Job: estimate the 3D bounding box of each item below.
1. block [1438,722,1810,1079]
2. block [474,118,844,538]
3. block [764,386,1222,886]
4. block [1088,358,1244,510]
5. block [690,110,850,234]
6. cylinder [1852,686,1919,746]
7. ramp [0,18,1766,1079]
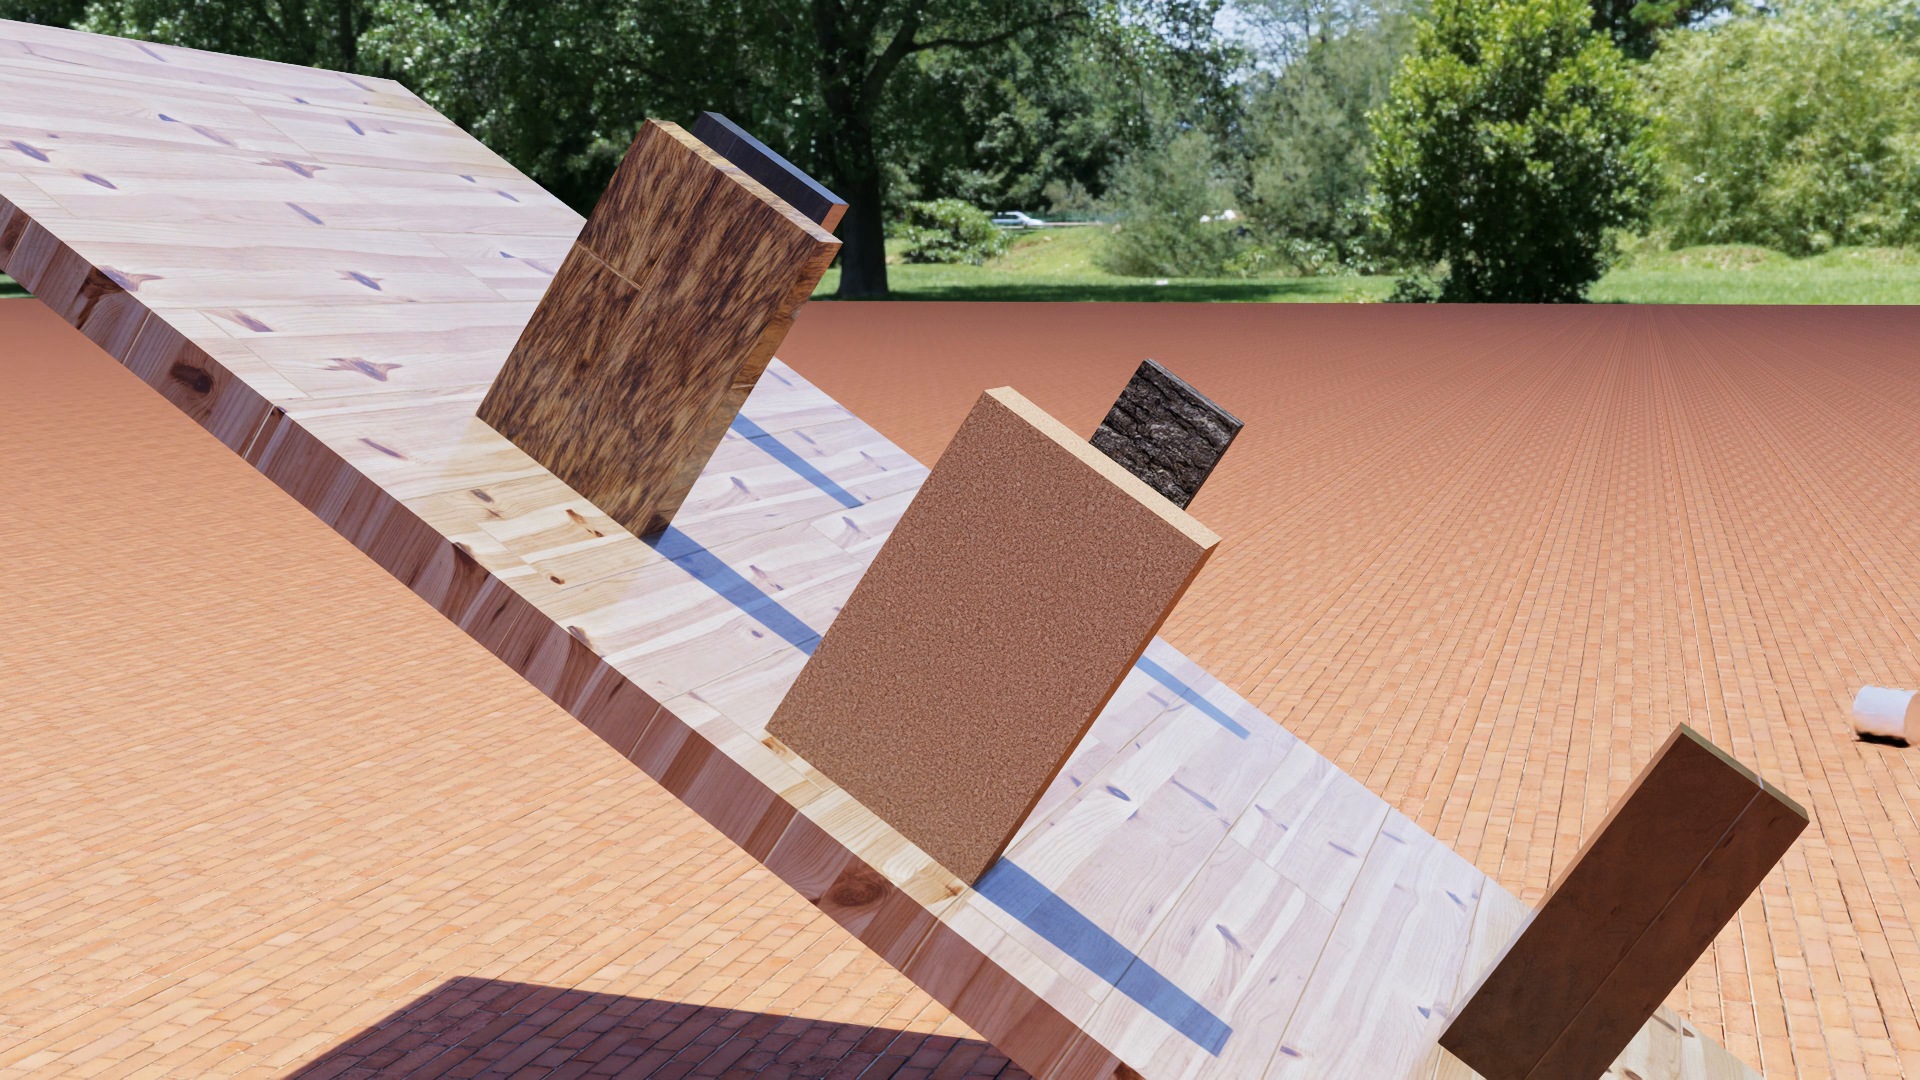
[{"bbox_3d":[1.103,0.650,3.685,0.242,0.676,0.092,36,15,10],"label":"block"},{"bbox_3d":[-0.505,-0.349,3.656,0.360,0.586,0.106,36,15,10],"label":"block"},{"bbox_3d":[0.043,0.140,3.219,0.386,0.612,0.129,36,15,10],"label":"block"},{"bbox_3d":[0.344,-0.089,4.661,0.241,0.547,0.084,36,15,10],"label":"block"},{"bbox_3d":[-0.503,-0.567,4.494,0.336,0.502,0.092,36,15,10],"label":"block"},{"bbox_3d":[3.692,0.697,8.733,0.207,0.207,0.207,-6,9,-42],"label":"cylinder"},{"bbox_3d":[-0.114,0.195,4.093,4.000,0.100,2.000,36,15,10],"label":"ramp"}]
